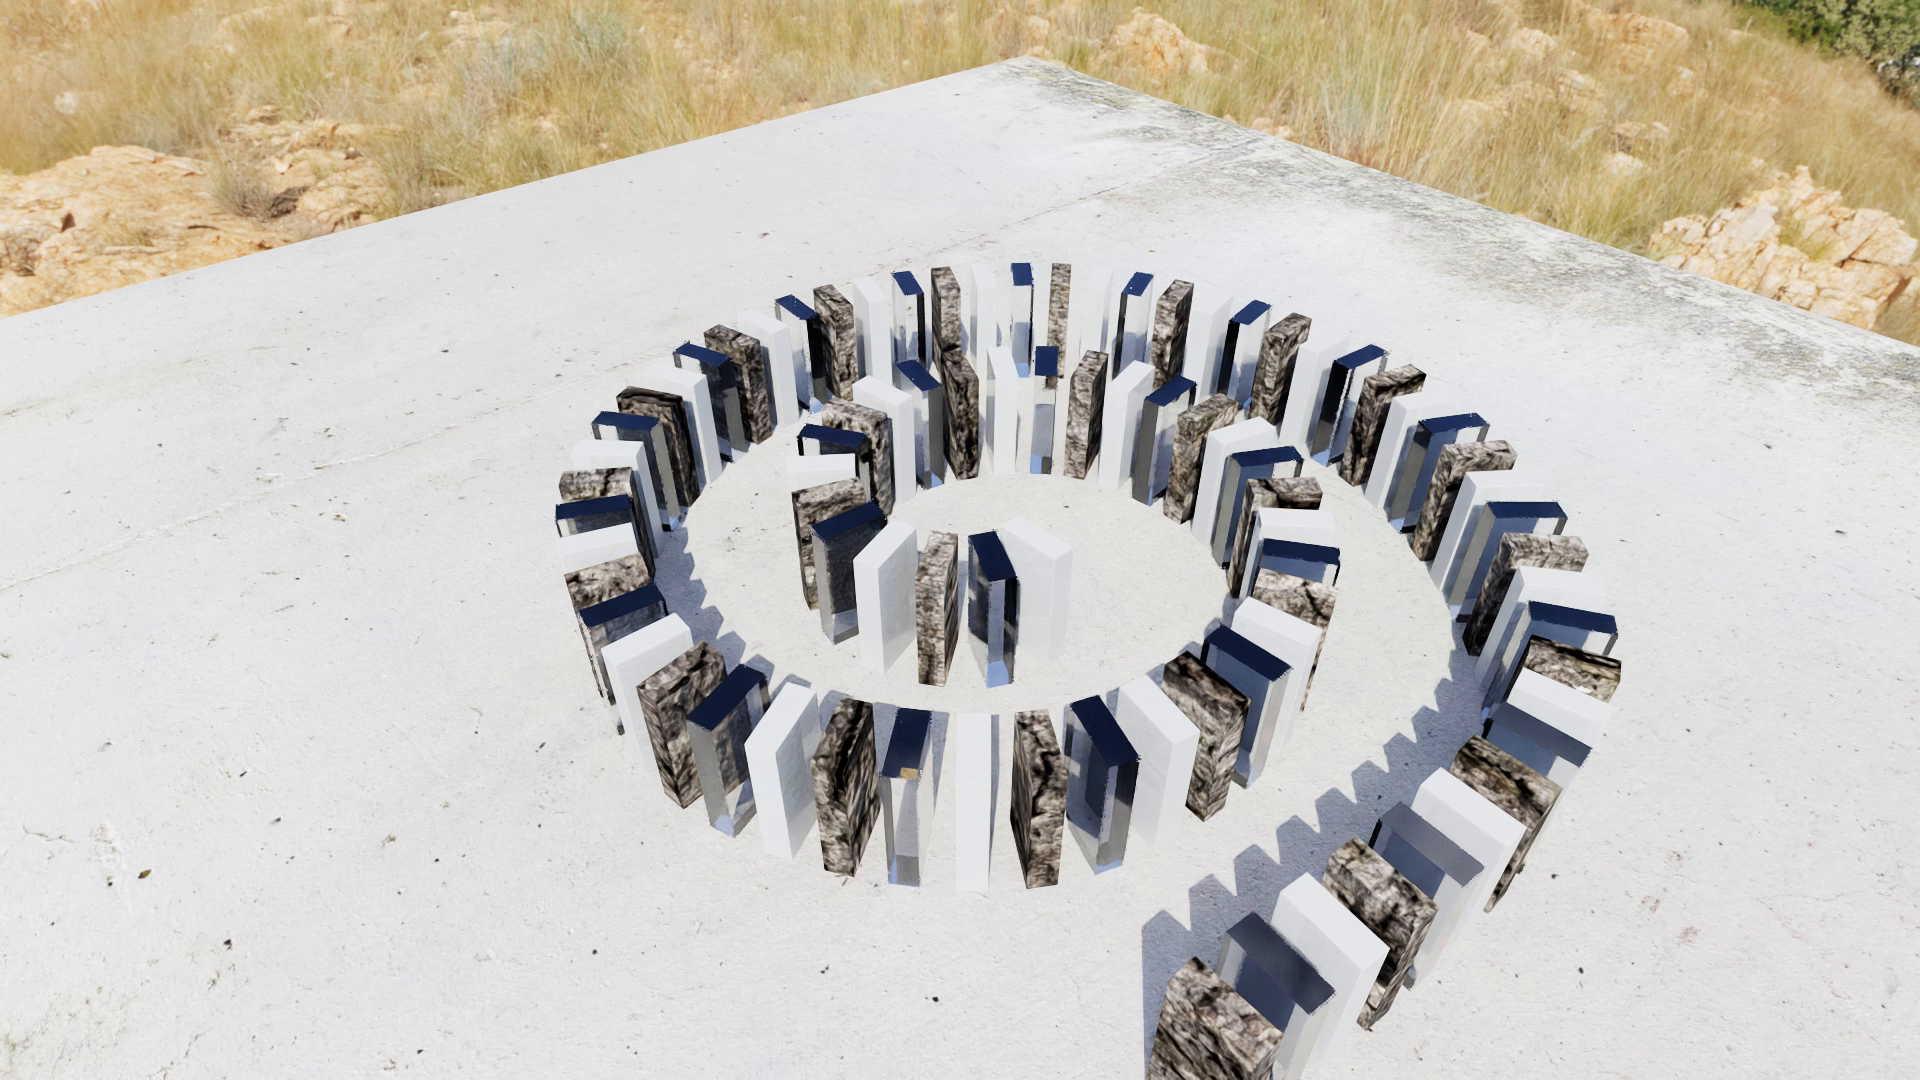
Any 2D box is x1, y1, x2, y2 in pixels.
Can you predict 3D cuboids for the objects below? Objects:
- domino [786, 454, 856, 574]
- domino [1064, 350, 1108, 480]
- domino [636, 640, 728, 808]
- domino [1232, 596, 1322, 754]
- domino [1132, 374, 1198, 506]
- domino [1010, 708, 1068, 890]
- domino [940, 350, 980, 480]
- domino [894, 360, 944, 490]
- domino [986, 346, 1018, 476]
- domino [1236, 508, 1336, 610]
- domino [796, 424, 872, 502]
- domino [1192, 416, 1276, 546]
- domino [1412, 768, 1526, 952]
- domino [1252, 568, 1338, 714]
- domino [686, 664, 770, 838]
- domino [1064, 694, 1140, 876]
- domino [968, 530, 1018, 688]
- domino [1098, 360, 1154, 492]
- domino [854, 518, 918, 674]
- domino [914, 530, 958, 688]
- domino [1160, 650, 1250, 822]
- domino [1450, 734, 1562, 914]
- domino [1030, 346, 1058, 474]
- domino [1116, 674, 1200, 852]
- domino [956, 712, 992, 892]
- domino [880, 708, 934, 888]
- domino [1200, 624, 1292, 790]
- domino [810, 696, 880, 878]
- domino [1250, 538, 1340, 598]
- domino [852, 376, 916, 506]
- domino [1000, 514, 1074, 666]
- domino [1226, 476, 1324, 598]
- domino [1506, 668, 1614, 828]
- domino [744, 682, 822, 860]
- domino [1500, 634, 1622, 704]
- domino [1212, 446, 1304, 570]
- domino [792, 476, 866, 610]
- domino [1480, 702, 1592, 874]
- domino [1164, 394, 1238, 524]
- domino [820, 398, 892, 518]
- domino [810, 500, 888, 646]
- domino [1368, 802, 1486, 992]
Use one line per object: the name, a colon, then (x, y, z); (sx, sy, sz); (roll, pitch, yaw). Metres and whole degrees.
domino: (-0.051, -0.009, 0.423); (0.025, 0.050, 0.009); (-3, 39, -4)
domino: (0.055, -0.054, 0.477); (0.010, 0.050, 0.025); (14, 41, 16)
domino: (-0.083, 0.058, 0.341); (0.009, 0.050, 0.025); (28, 47, 30)
domino: (0.099, 0.044, 0.357); (0.025, 0.050, 0.010); (26, 46, 28)
domino: (0.086, -0.041, 0.462); (0.010, 0.050, 0.025); (30, 48, 31)
domino: (0.022, 0.076, 0.319); (0.010, 0.050, 0.025); (-6, 40, -7)
domino: (0.000, -0.054, 0.477); (0.009, 0.050, 0.025); (-11, 41, -13)
domino: (-0.017, -0.049, 0.471); (0.010, 0.050, 0.025); (-20, 43, -22)
domino: (0.018, -0.056, 0.480); (0.009, 0.050, 0.025); (-5, 40, -5)
domino: (0.117, 0.012, 0.397); (0.025, 0.050, 0.009); (3, 39, 3)
domino: (-0.049, -0.021, 0.437); (0.025, 0.050, 0.009); (11, 41, 13)
domino: (0.109, -0.023, 0.440); (0.025, 0.050, 0.010); (-18, 43, -21)
domino: (0.134, 0.089, 0.303); (0.009, 0.050, 0.025); (-27, 46, -29)
domino: (0.108, 0.034, 0.370); (0.025, 0.050, 0.009); (16, 42, 18)
domino: (-0.067, 0.064, 0.333); (0.009, 0.050, 0.025); (19, 43, 22)
domino: (0.040, 0.072, 0.323); (0.010, 0.050, 0.025); (-14, 41, -16)
domino: (0.011, 0.025, 0.381); (0.009, 0.050, 0.025); (-10, 40, -12)
domino: (0.071, -0.048, 0.471); (0.010, 0.050, 0.025); (23, 44, 25)
domino: (-0.025, 0.020, 0.387); (0.009, 0.050, 0.025); (19, 43, 22)
domino: (-0.008, 0.024, 0.382); (0.009, 0.050, 0.025); (7, 40, 8)
domino: (0.072, 0.061, 0.337); (0.010, 0.050, 0.025); (-25, 46, -28)
domino: (0.148, 0.081, 0.312); (0.009, 0.050, 0.025); (-29, 48, -31)
domino: (0.036, -0.056, 0.480); (0.009, 0.050, 0.025); (3, 39, 3)
domino: (0.057, 0.067, 0.329); (0.010, 0.050, 0.025); (-20, 43, -23)
domino: (0.004, 0.076, 0.318); (0.009, 0.050, 0.025); (1, 39, 1)
domino: (-0.015, 0.075, 0.320); (0.009, 0.050, 0.025); (5, 40, 7)
domino: (0.086, 0.053, 0.347); (0.010, 0.050, 0.025); (-31, 49, -32)
domino: (-0.033, 0.073, 0.322); (0.010, 0.050, 0.025); (9, 40, 11)
domino: (0.114, 0.023, 0.383); (0.025, 0.050, 0.010); (8, 40, 10)
domino: (-0.031, -0.042, 0.462); (0.025, 0.050, 0.009); (29, 47, 30)
domino: (0.026, 0.018, 0.389); (0.009, 0.050, 0.025); (-31, 49, -32)
domino: (0.117, 0.000, 0.412); (0.025, 0.050, 0.009); (-2, 39, -2)
domino: (0.174, 0.064, 0.333); (0.025, 0.050, 0.009); (26, 46, 28)
domino: (-0.051, 0.069, 0.327); (0.009, 0.050, 0.025); (14, 41, 16)
domino: (0.184, 0.054, 0.345); (0.025, 0.050, 0.010); (18, 43, 20)
domino: (0.115, -0.012, 0.426); (0.025, 0.050, 0.009); (-8, 40, -9)
domino: (-0.047, 0.002, 0.409); (0.025, 0.050, 0.010); (-14, 41, -16)
domino: (0.162, 0.073, 0.322); (0.025, 0.050, 0.009); (32, 49, 33)
domino: (0.098, -0.033, 0.451); (0.025, 0.050, 0.009); (-27, 47, -29)
domino: (-0.042, -0.032, 0.450); (0.025, 0.050, 0.009); (19, 43, 22)
domino: (-0.038, 0.012, 0.396); (0.025, 0.050, 0.009); (-24, 45, -26)
domino: (0.119, 0.096, 0.294); (0.009, 0.050, 0.025); (-25, 46, -28)
